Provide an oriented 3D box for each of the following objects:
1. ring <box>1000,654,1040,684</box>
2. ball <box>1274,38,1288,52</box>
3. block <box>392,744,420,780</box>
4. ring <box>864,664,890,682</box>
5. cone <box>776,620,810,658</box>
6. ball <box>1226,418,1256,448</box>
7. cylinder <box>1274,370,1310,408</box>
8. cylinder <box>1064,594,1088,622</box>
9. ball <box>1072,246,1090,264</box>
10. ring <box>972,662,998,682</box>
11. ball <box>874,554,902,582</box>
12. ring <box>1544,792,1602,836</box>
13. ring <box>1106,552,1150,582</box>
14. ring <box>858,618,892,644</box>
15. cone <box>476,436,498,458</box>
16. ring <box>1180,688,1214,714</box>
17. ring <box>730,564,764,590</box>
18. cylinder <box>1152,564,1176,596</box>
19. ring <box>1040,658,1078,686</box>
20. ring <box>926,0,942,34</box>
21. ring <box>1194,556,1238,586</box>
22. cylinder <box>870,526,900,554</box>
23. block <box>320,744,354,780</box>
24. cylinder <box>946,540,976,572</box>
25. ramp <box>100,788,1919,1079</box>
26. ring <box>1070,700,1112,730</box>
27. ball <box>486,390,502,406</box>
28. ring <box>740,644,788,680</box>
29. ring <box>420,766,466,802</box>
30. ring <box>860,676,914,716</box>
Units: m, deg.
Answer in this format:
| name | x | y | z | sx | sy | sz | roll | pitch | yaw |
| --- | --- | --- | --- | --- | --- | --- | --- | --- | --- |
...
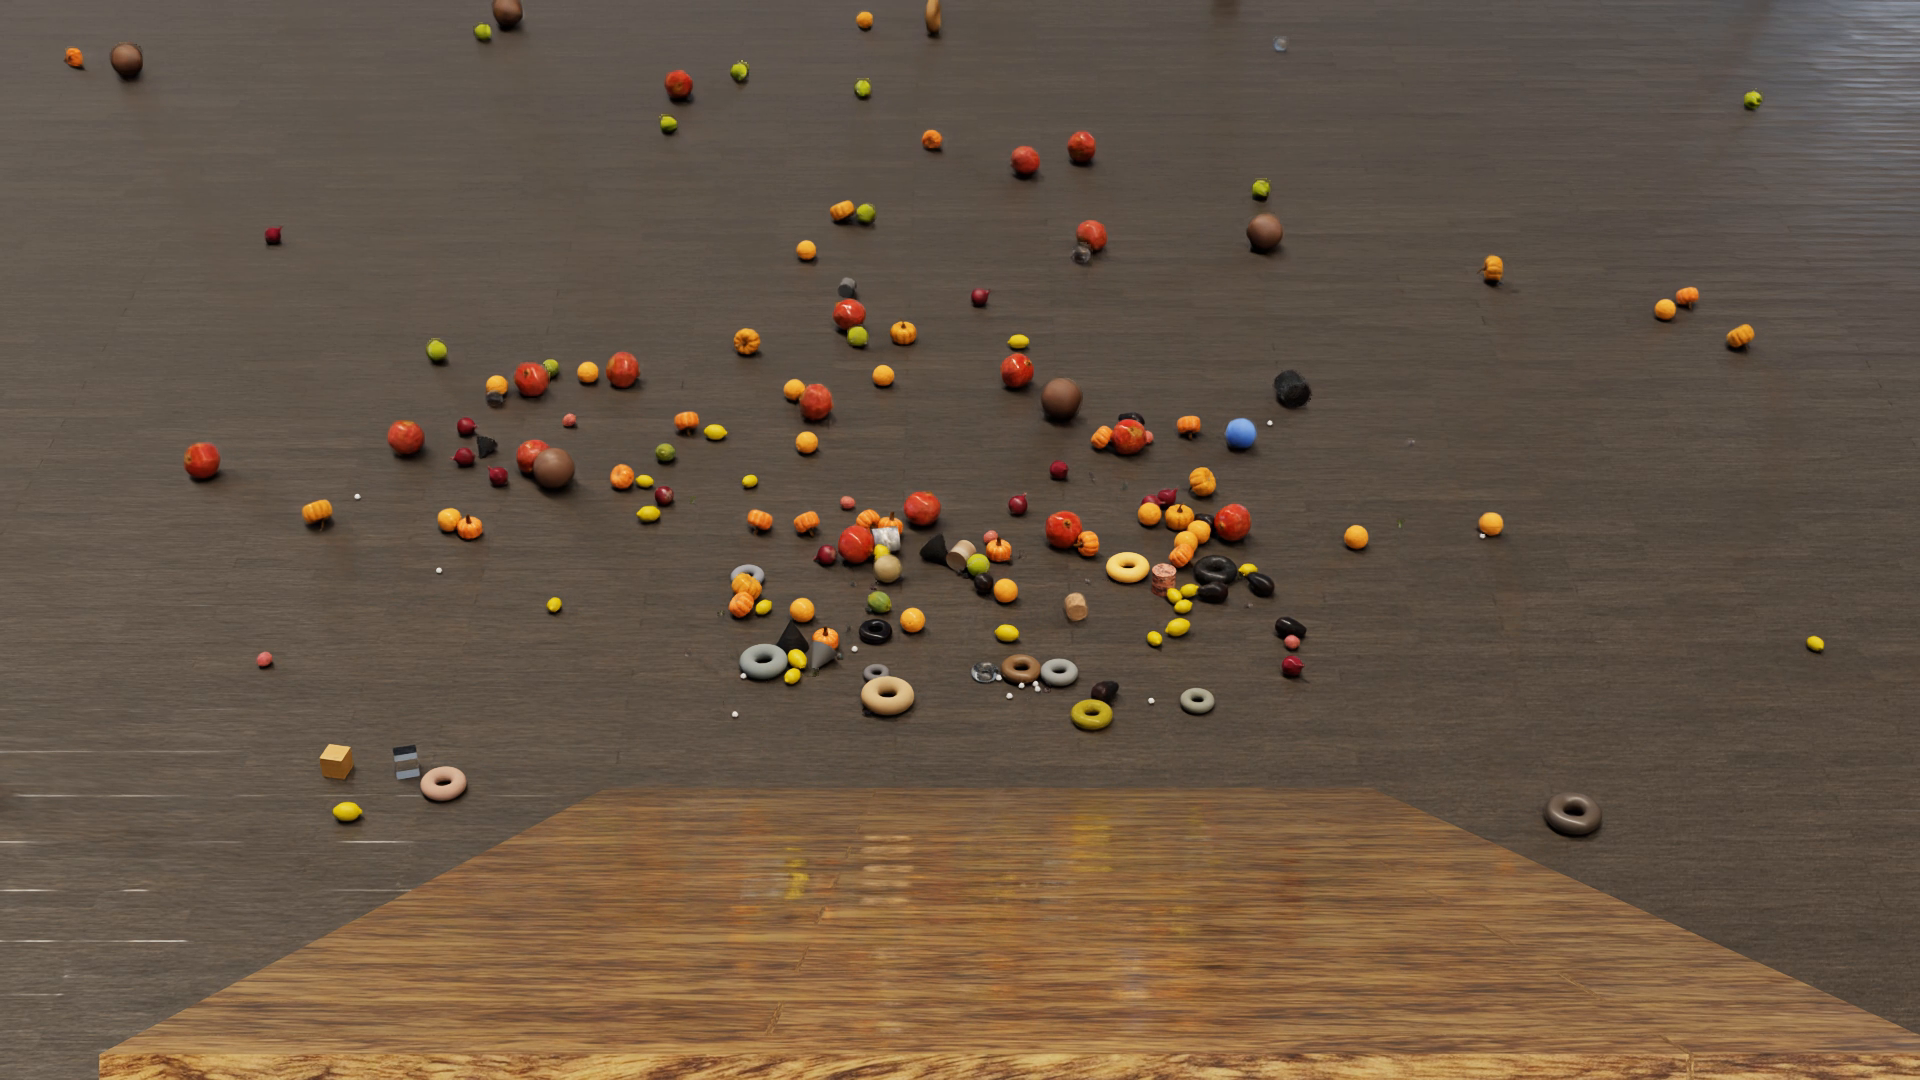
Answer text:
| name | x | y | z | sx | sy | sz | roll | pitch | yaw |
| --- | --- | --- | --- | --- | --- | --- | --- | --- | --- |
| ring | 0.172 | 0.365 | 7.322 | 0.116 | 0.039 | 0.116 | 1 | 35 | -1 |
| ball | 1.357 | -2.095 | 10.976 | 0.056 | 0.056 | 0.056 | 0 | 34 | 0 |
| block | -1.484 | 0.595 | 6.958 | 0.061 | 0.061 | 0.061 | -8 | 35 | -12 |
| ring | -0.235 | 0.377 | 7.315 | 0.077 | 0.026 | 0.077 | 0 | 35 | 0 |
| cone | -0.481 | 0.266 | 7.415 | 0.098 | 0.098 | 0.098 | 0 | 34 | 0 |
| ball | 0.900 | -0.342 | 8.324 | 0.097 | 0.097 | 0.097 | 0 | 34 | 0 |
| cylinder | 1.094 | -0.498 | 8.563 | 0.091 | 0.091 | 0.091 | -9 | 35 | -13 |
| cylinder | 0.337 | 0.196 | 7.556 | 0.059 | 0.059 | 0.059 | -4 | 34 | -7 |
| ball | 0.440 | -1.034 | 9.386 | 0.065 | 0.065 | 0.065 | 0 | 34 | 0 |
| ring | 0.071 | 0.372 | 7.323 | 0.078 | 0.026 | 0.078 | 1 | 35 | -1 |
| ball | -0.213 | 0.084 | 7.700 | 0.084 | 0.084 | 0.084 | 0 | 34 | 0 |
| ring | 1.605 | 0.716 | 6.790 | 0.148 | 0.049 | 0.148 | -1 | 34 | 1 |
| ring | 0.501 | 0.082 | 7.740 | 0.130 | 0.043 | 0.130 | -1 | 33 | 1 |
| ring | -0.244 | 0.263 | 7.480 | 0.098 | 0.033 | 0.098 | 1 | 35 | 0 |
| cone | -1.523 | -0.285 | 8.299 | 0.067 | 0.067 | 0.067 | 9 | 61 | 13 |
| ring | 0.659 | 0.447 | 7.206 | 0.097 | 0.032 | 0.097 | 0 | 35 | 0 |
| ring | -0.631 | 0.110 | 7.707 | 0.103 | 0.034 | 0.103 | -1 | 35 | 1 |
| cylinder | 0.602 | 0.118 | 7.661 | 0.070 | 0.070 | 0.070 | 0 | 34 | 0 |
| ring | 0.279 | 0.373 | 7.312 | 0.109 | 0.036 | 0.109 | 0 | 33 | 0 |
| ring | -0.114 | -2.241 | 11.116 | 0.049 | 0.146 | 0.146 | 3 | 34 | 11 |
| ring | 0.761 | 0.091 | 7.727 | 0.131 | 0.044 | 0.131 | -1 | 34 | 1 |
| cylinder | -0.226 | 0.000 | 7.831 | 0.077 | 0.077 | 0.077 | -10 | 35 | -10 |
| block | -1.671 | 0.594 | 6.958 | 0.062 | 0.062 | 0.062 | 7 | 34 | 10 |
| cylinder | 0.003 | 0.047 | 7.769 | 0.069 | 0.069 | 0.069 | 16 | 37 | 22 |
| ramp | 0.075 | 0.650 | 4.786 | 2.000 | 0.100 | 4.000 | 0 | -1 | 0 |
| ring | 0.363 | 0.481 | 7.148 | 0.117 | 0.039 | 0.117 | -1 | 33 | 0 |
| ball | -1.533 | -0.469 | 8.552 | 0.053 | 0.053 | 0.053 | 0 | 34 | 0 |
| ring | -0.556 | 0.345 | 7.346 | 0.139 | 0.046 | 0.139 | -1 | 34 | 1 |
| ring | -1.373 | 0.648 | 6.898 | 0.122 | 0.041 | 0.122 | 1 | 34 | -1 |
| ring | -0.201 | 0.433 | 7.210 | 0.149 | 0.050 | 0.149 | 1 | 33 | -1 |
